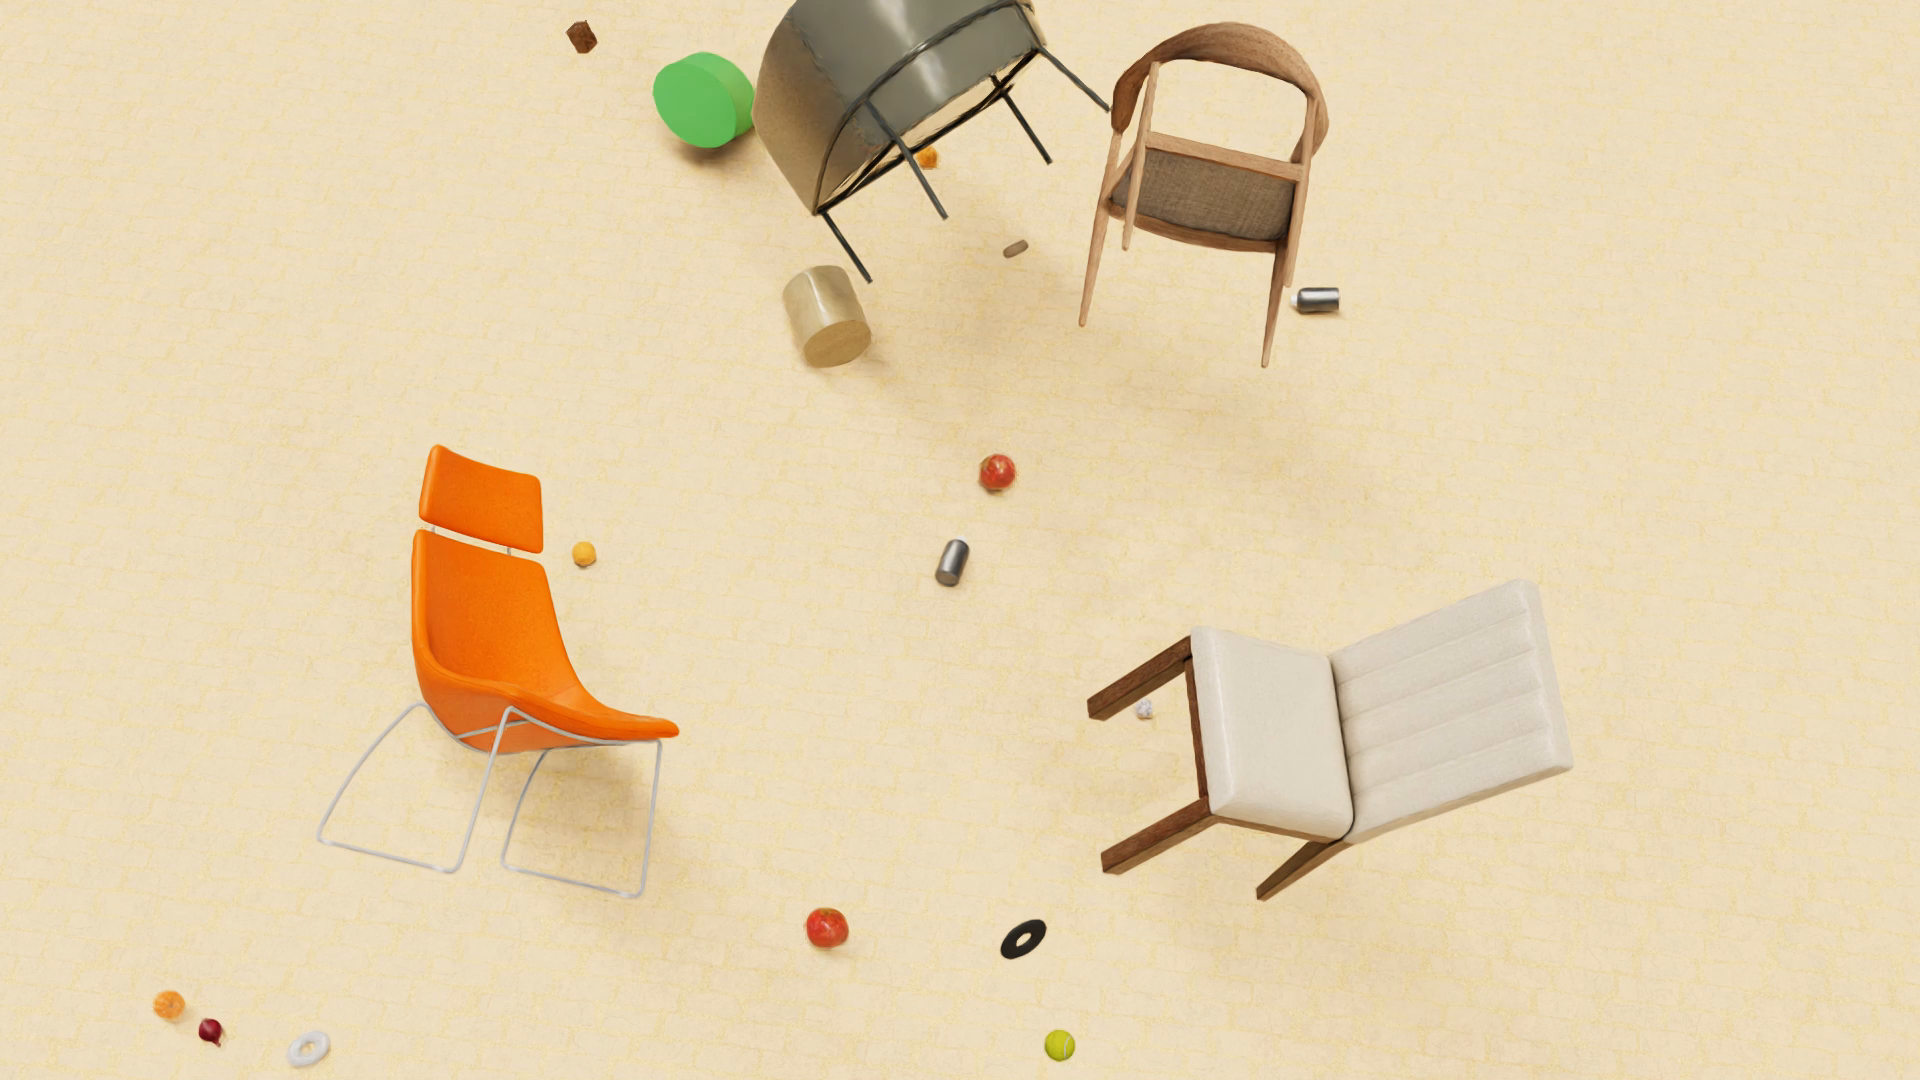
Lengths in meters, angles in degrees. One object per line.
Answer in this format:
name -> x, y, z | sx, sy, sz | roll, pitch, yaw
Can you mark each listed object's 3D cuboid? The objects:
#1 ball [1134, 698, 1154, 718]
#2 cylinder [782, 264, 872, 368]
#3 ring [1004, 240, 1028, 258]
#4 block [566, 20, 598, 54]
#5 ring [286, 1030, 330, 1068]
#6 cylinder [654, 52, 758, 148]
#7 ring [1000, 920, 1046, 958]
ball -> 0.520, 0.475, 6.221 | 0.057, 0.057, 0.057 | 0, 56, 0
cylinder -> -0.419, -0.704, 6.920 | 0.222, 0.210, 0.240 | -23, 58, 0
ring -> 0.168, -0.879, 6.642 | 0.080, 0.033, 0.083 | -22, 10, 27
block -> -1.178, -1.567, 6.856 | 0.050, 0.081, 0.054 | 1, 46, 34
ring -> -1.684, 1.314, 5.675 | 0.116, 0.029, 0.089 | -31, 62, -21
cylinder -> -0.849, -1.472, 7.354 | 0.318, 0.243, 0.222 | 43, 25, -5
ring -> 0.159, 0.997, 5.492 | 0.125, 0.137, 0.016 | 17, 26, -43
